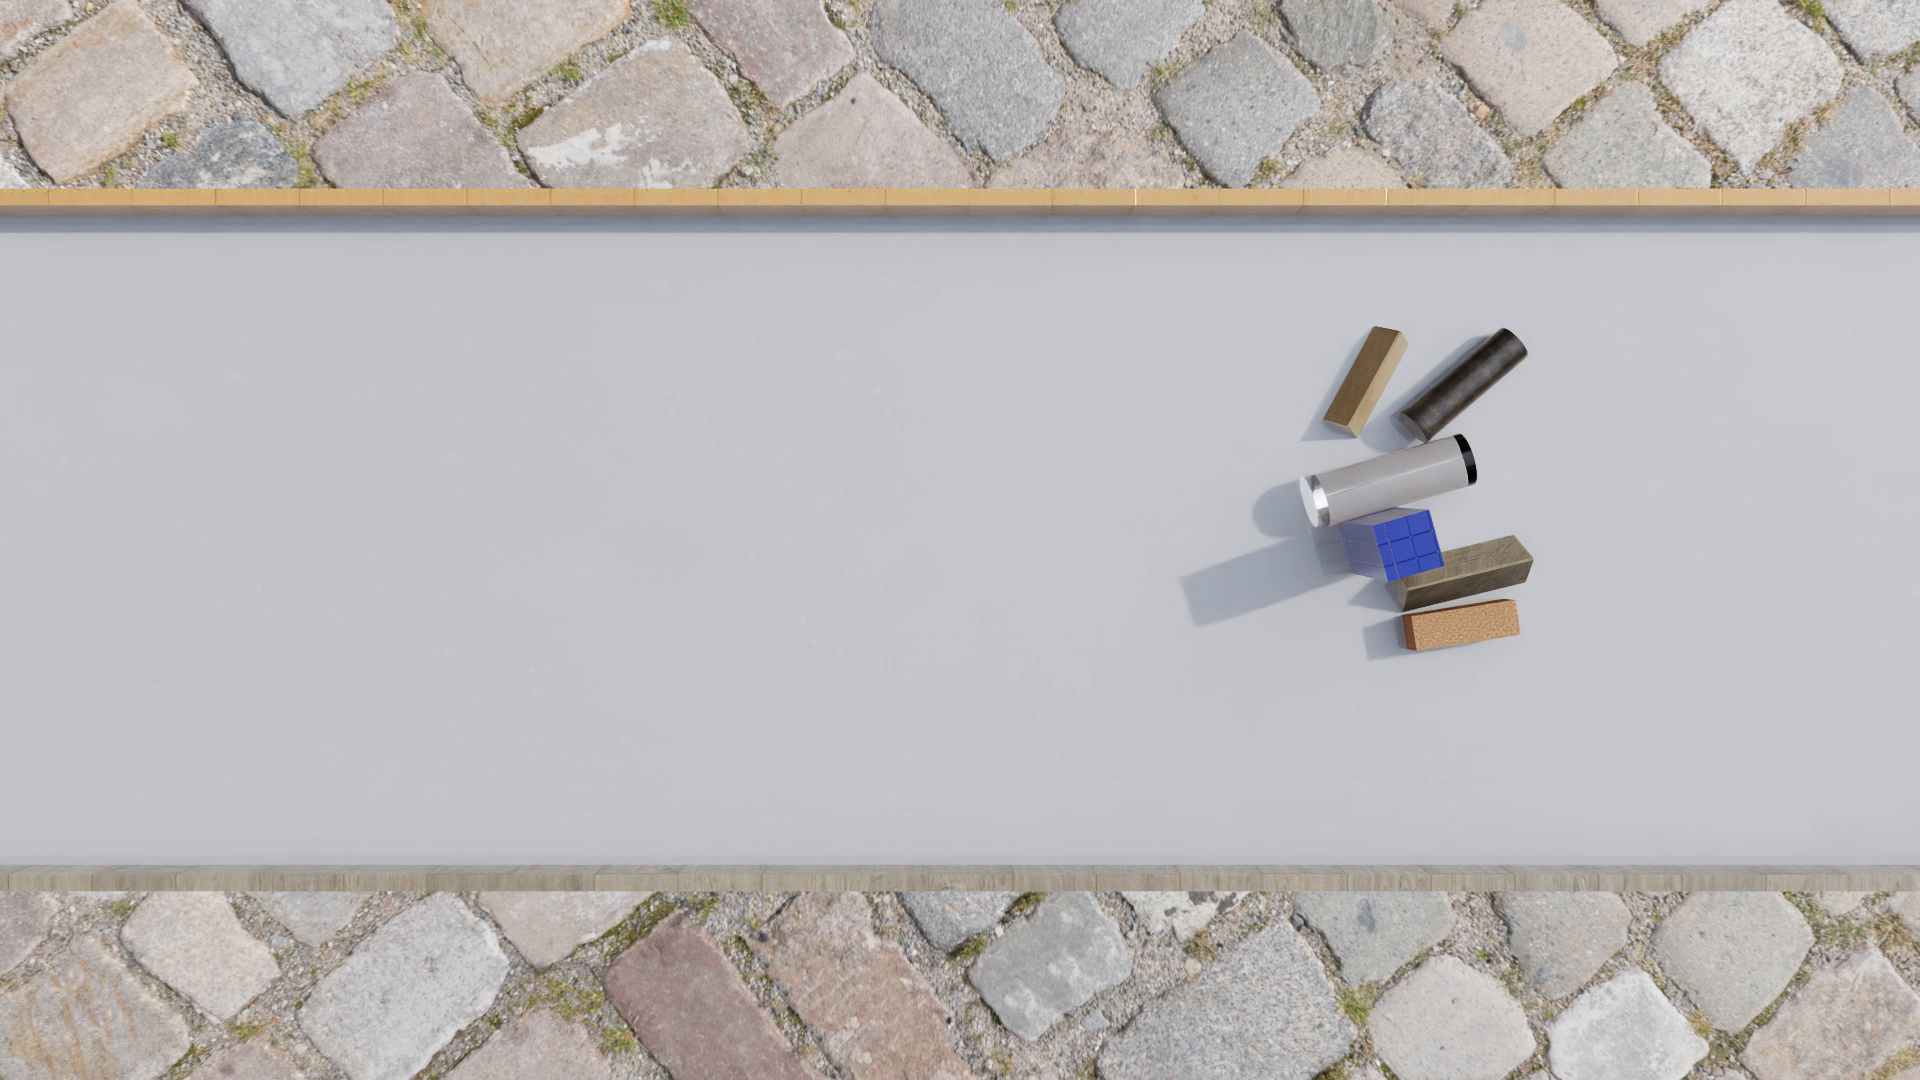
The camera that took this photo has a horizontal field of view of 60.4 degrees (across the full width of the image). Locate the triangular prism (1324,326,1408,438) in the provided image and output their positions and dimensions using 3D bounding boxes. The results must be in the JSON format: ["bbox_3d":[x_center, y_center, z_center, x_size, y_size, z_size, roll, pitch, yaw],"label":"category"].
[{"bbox_3d":[1.249,-0.486,5.023,0.118,0.102,0.328,29,90,0],"label":"triangular prism"}]

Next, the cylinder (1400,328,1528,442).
[{"bbox_3d":[1.532,-0.470,5.017,0.401,0.119,0.119,-40,90,0],"label":"cylinder"}]

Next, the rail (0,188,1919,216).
[{"bbox_3d":[-2.247,-1.025,5.002,12.000,0.150,0.050,0,90,0],"label":"rail"}]

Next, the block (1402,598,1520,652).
[{"bbox_3d":[1.525,0.258,5.024,0.318,0.106,0.106,-9,90,0],"label":"block"}]

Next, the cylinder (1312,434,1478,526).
[{"bbox_3d":[1.312,-0.182,4.995,0.458,0.164,0.164,-16,90,0],"label":"cylinder"}]

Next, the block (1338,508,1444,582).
[{"bbox_3d":[1.265,0.008,4.866,0.165,0.415,0.165,-16,92,0],"label":"block"}]

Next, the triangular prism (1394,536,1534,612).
[{"bbox_3d":[1.531,0.102,5.009,0.389,0.128,0.148,-14,90,0],"label":"triangular prism"}]

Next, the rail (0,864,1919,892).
[{"bbox_3d":[-2.247,1.025,5.001,12.000,0.150,0.050,0,90,0],"label":"rail"}]
